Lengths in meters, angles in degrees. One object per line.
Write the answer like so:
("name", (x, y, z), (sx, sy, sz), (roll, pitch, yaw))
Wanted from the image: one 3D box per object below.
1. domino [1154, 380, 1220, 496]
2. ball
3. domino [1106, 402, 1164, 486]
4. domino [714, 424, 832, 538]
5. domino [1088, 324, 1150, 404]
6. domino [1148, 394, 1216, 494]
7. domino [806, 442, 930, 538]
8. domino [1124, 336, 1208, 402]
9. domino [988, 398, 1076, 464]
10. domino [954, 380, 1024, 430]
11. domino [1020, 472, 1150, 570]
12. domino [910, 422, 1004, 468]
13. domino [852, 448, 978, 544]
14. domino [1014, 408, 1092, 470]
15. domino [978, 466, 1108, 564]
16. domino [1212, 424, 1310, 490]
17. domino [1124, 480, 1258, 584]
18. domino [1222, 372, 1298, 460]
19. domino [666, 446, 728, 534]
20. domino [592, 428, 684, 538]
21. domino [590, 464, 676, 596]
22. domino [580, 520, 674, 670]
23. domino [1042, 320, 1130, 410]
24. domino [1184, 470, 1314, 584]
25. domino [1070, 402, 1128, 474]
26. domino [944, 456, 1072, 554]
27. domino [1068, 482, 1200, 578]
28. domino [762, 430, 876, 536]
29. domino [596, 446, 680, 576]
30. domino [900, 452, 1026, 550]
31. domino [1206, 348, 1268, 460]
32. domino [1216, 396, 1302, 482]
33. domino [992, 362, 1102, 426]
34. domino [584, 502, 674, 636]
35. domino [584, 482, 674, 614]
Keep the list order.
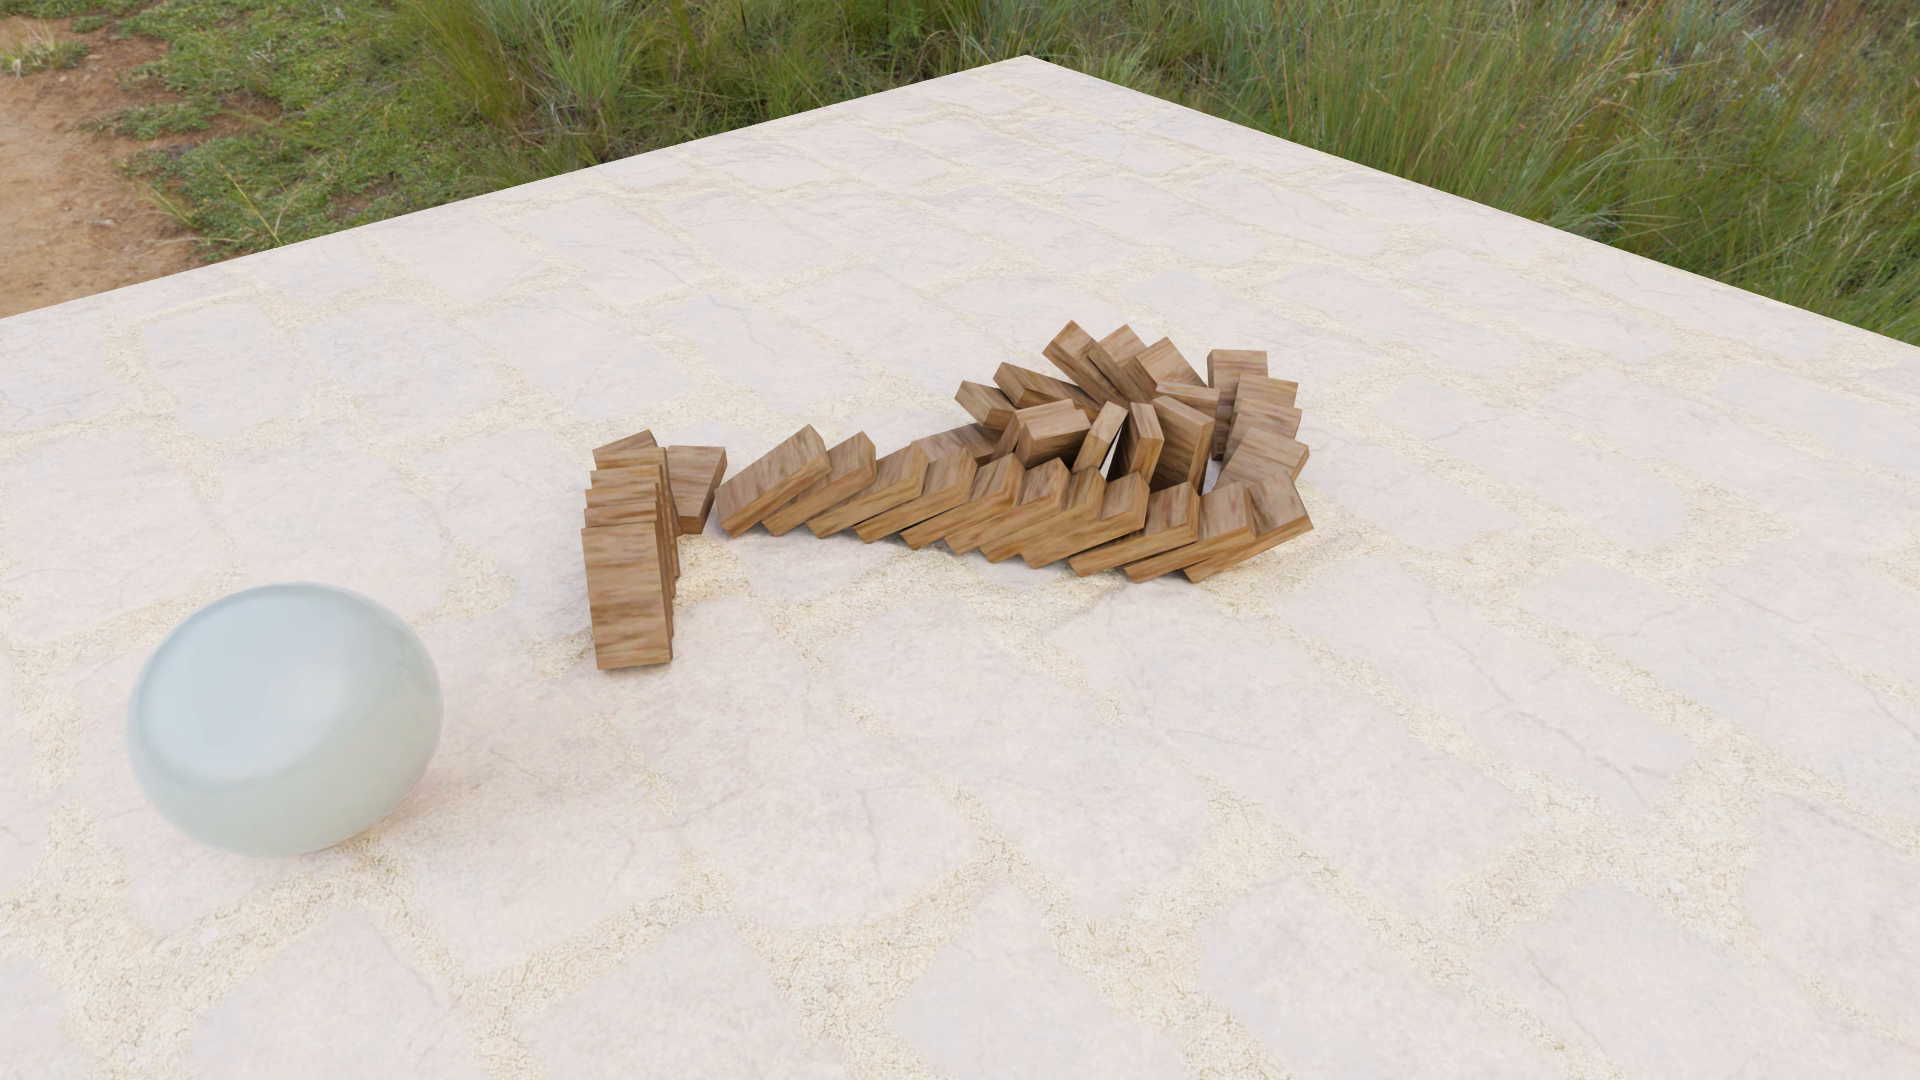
("domino", (0.092, -0.041, 0.461), (0.025, 0.050, 0.009), (11, 39, 14))
("ball", (-0.196, 0.052, 0.325), (0.080, 0.080, 0.080), (0, 39, 0))
("domino", (0.069, -0.027, 0.444), (0.009, 0.050, 0.025), (6, 39, -8))
("domino", (-0.077, -0.025, 0.454), (0.050, 0.010, 0.025), (-34, 39, 8))
("domino", (0.085, -0.076, 0.515), (0.050, 0.009, 0.025), (50, 51, 4))
("domino", (0.086, -0.031, 0.448), (0.010, 0.050, 0.025), (-23, 44, -37))
("domino", (-0.038, -0.020, 0.448), (0.050, 0.010, 0.025), (-22, 33, 24))
("domino", (0.101, -0.067, 0.505), (0.025, 0.010, 0.050), (-33, 83, -34))
("domino", (0.030, -0.041, 0.463), (0.025, 0.050, 0.010), (-14, 72, -17))
("domino", (0.025, -0.058, 0.496), (0.050, 0.010, 0.025), (6, 30, -39))
("domino", (0.049, -0.008, 0.431), (0.050, 0.010, 0.025), (-22, 29, 31))
("domino", (0.006, -0.041, 0.493), (0.050, 0.010, 0.025), (-19, 43, -22))
("domino", (-0.018, -0.018, 0.445), (0.050, 0.009, 0.025), (-22, 31, 27))
("domino", (0.035, -0.033, 0.452), (0.025, 0.050, 0.009), (-13, 64, -16))
("domino", (0.033, -0.010, 0.434), (0.050, 0.010, 0.025), (-23, 29, 31))
("domino", (0.119, -0.021, 0.449), (0.025, 0.010, 0.050), (28, 79, 30))
("domino", (0.088, -0.003, 0.425), (0.050, 0.009, 0.025), (-22, 37, 26))
("domino", (0.130, -0.046, 0.479), (0.025, 0.010, 0.050), (12, 74, 12))
("domino", (-0.118, -0.022, 0.471), (0.025, 0.009, 0.050), (2, 39, 2))
("domino", (-0.132, -0.020, 0.449), (0.025, 0.010, 0.050), (-21, 60, -6))
("domino", (-0.124, -0.003, 0.418), (0.025, 0.050, 0.009), (-6, 4, -7))
("domino", (-0.118, 0.019, 0.391), (0.025, 0.050, 0.009), (-6, 4, -7))
("domino", (0.064, -0.080, 0.520), (0.050, 0.009, 0.025), (41, 43, -2))
("domino", (0.109, -0.005, 0.428), (0.050, 0.010, 0.025), (-27, 42, 19))
("domino", (0.052, -0.029, 0.447), (0.010, 0.050, 0.025), (27, 44, 7))
("domino", (0.019, -0.013, 0.436), (0.050, 0.010, 0.025), (-23, 29, 31))
("domino", (0.068, -0.004, 0.428), (0.050, 0.010, 0.025), (-19, 34, 29))
("domino", (-0.058, -0.023, 0.452), (0.050, 0.010, 0.025), (-28, 37, 16))
("domino", (-0.125, -0.010, 0.427), (0.025, 0.050, 0.009), (-6, 4, -7))
("domino", (0.001, -0.015, 0.441), (0.050, 0.009, 0.025), (-23, 29, 31))
("domino", (0.126, -0.061, 0.495), (0.025, 0.009, 0.050), (1, 75, -3))
("domino", (0.125, -0.034, 0.464), (0.025, 0.009, 0.050), (16, 75, 18))
("domino", (0.042, -0.066, 0.506), (0.050, 0.010, 0.025), (11, 30, -35))
("domino", (-0.120, 0.012, 0.400), (0.025, 0.050, 0.009), (-6, 4, -7))
("domino", (-0.123, 0.005, 0.409), (0.025, 0.050, 0.009), (-6, 4, -7))
